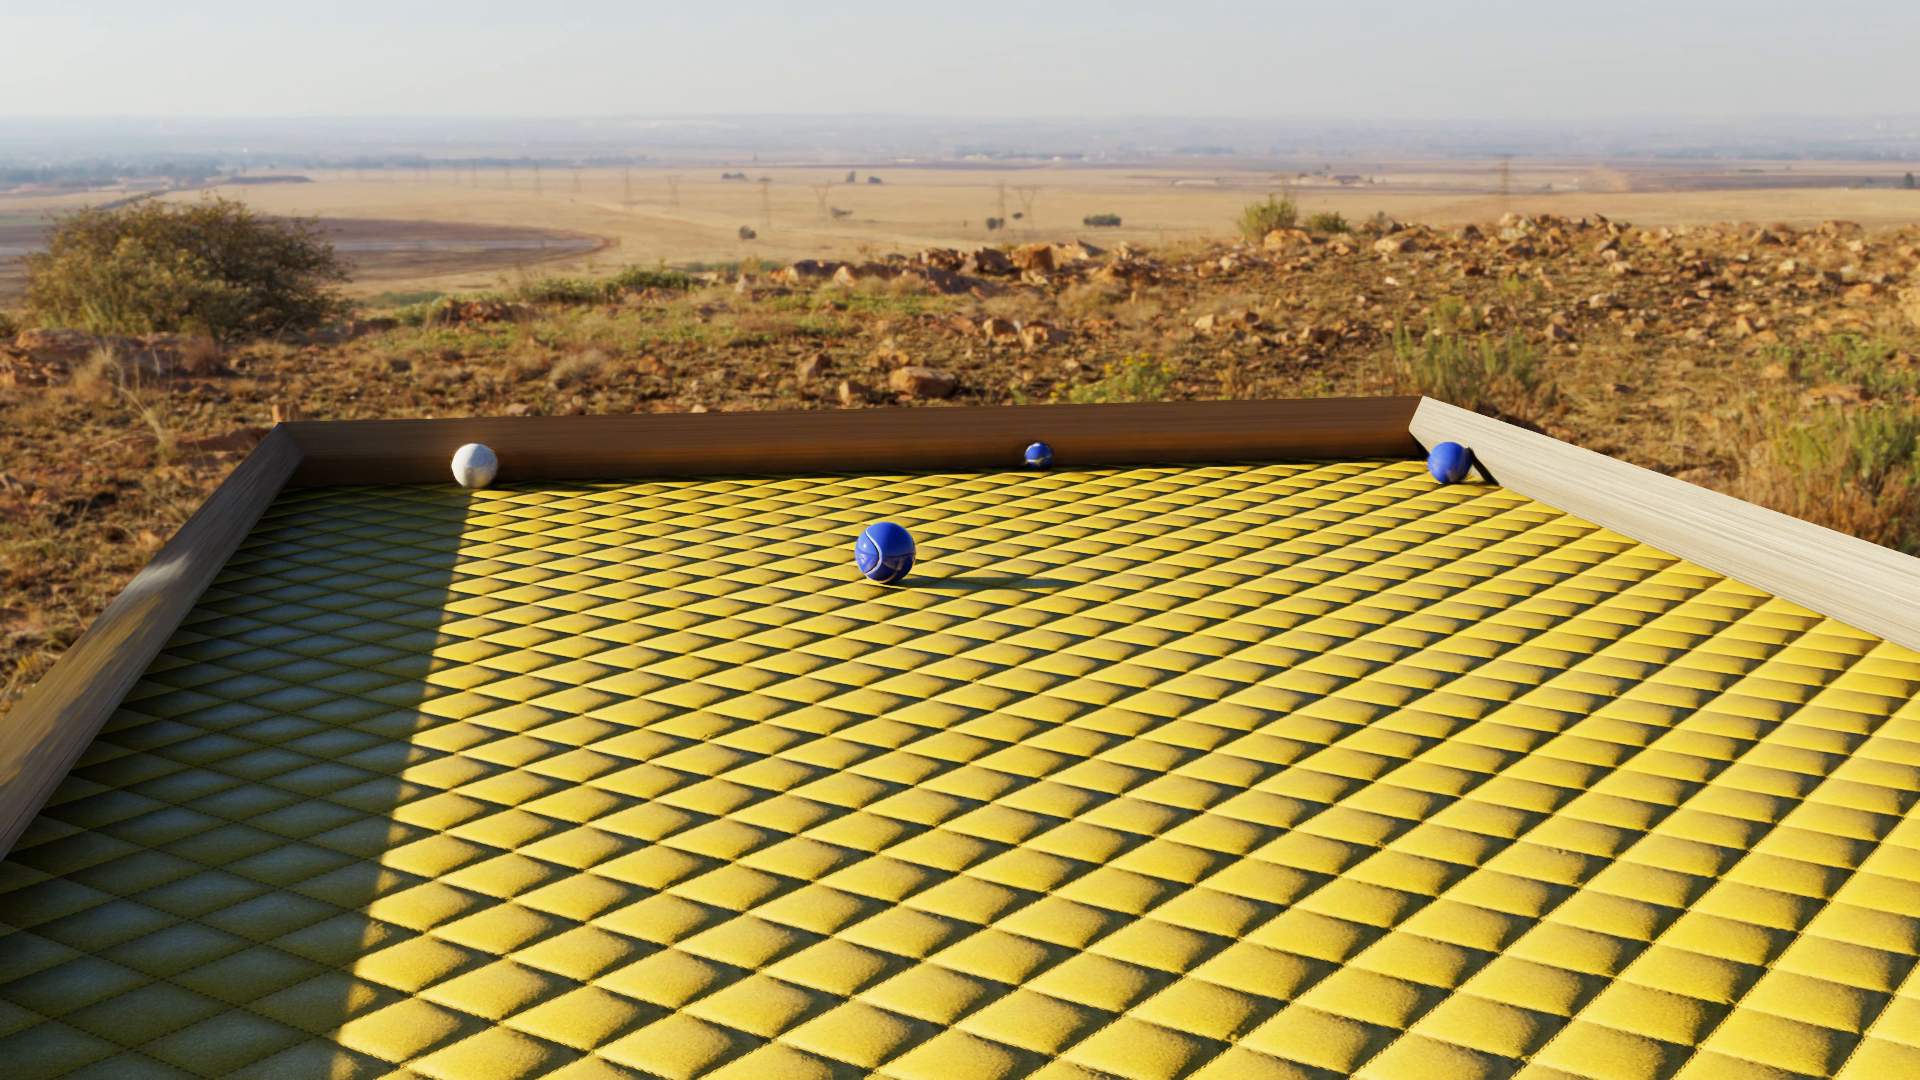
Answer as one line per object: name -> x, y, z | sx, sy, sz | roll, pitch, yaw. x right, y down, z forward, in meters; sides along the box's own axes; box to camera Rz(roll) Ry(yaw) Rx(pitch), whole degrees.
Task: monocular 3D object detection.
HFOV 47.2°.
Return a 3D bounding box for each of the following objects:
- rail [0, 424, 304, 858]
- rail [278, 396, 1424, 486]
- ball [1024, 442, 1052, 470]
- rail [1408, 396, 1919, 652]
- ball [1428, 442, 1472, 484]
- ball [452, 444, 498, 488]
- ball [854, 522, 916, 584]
rail -> -0.847, 0.175, 2.117 | 0.045, 0.110, 3.457 | -2, 11, -10
rail -> -0.146, -0.178, 3.937 | 2.073, 0.110, 0.045 | -2, 11, -10
ball -> 0.141, -0.151, 3.961 | 0.050, 0.050, 0.050 | 0, 11, 0
rail -> 1.147, 0.108, 2.462 | 0.045, 0.110, 3.457 | -2, 11, -10
ball -> 0.849, -0.134, 3.814 | 0.074, 0.074, 0.074 | 0, 11, 0
ball -> -0.829, -0.127, 3.764 | 0.078, 0.078, 0.078 | 0, 11, 0
ball -> -0.102, 0.017, 3.004 | 0.085, 0.085, 0.085 | 0, 11, 0
